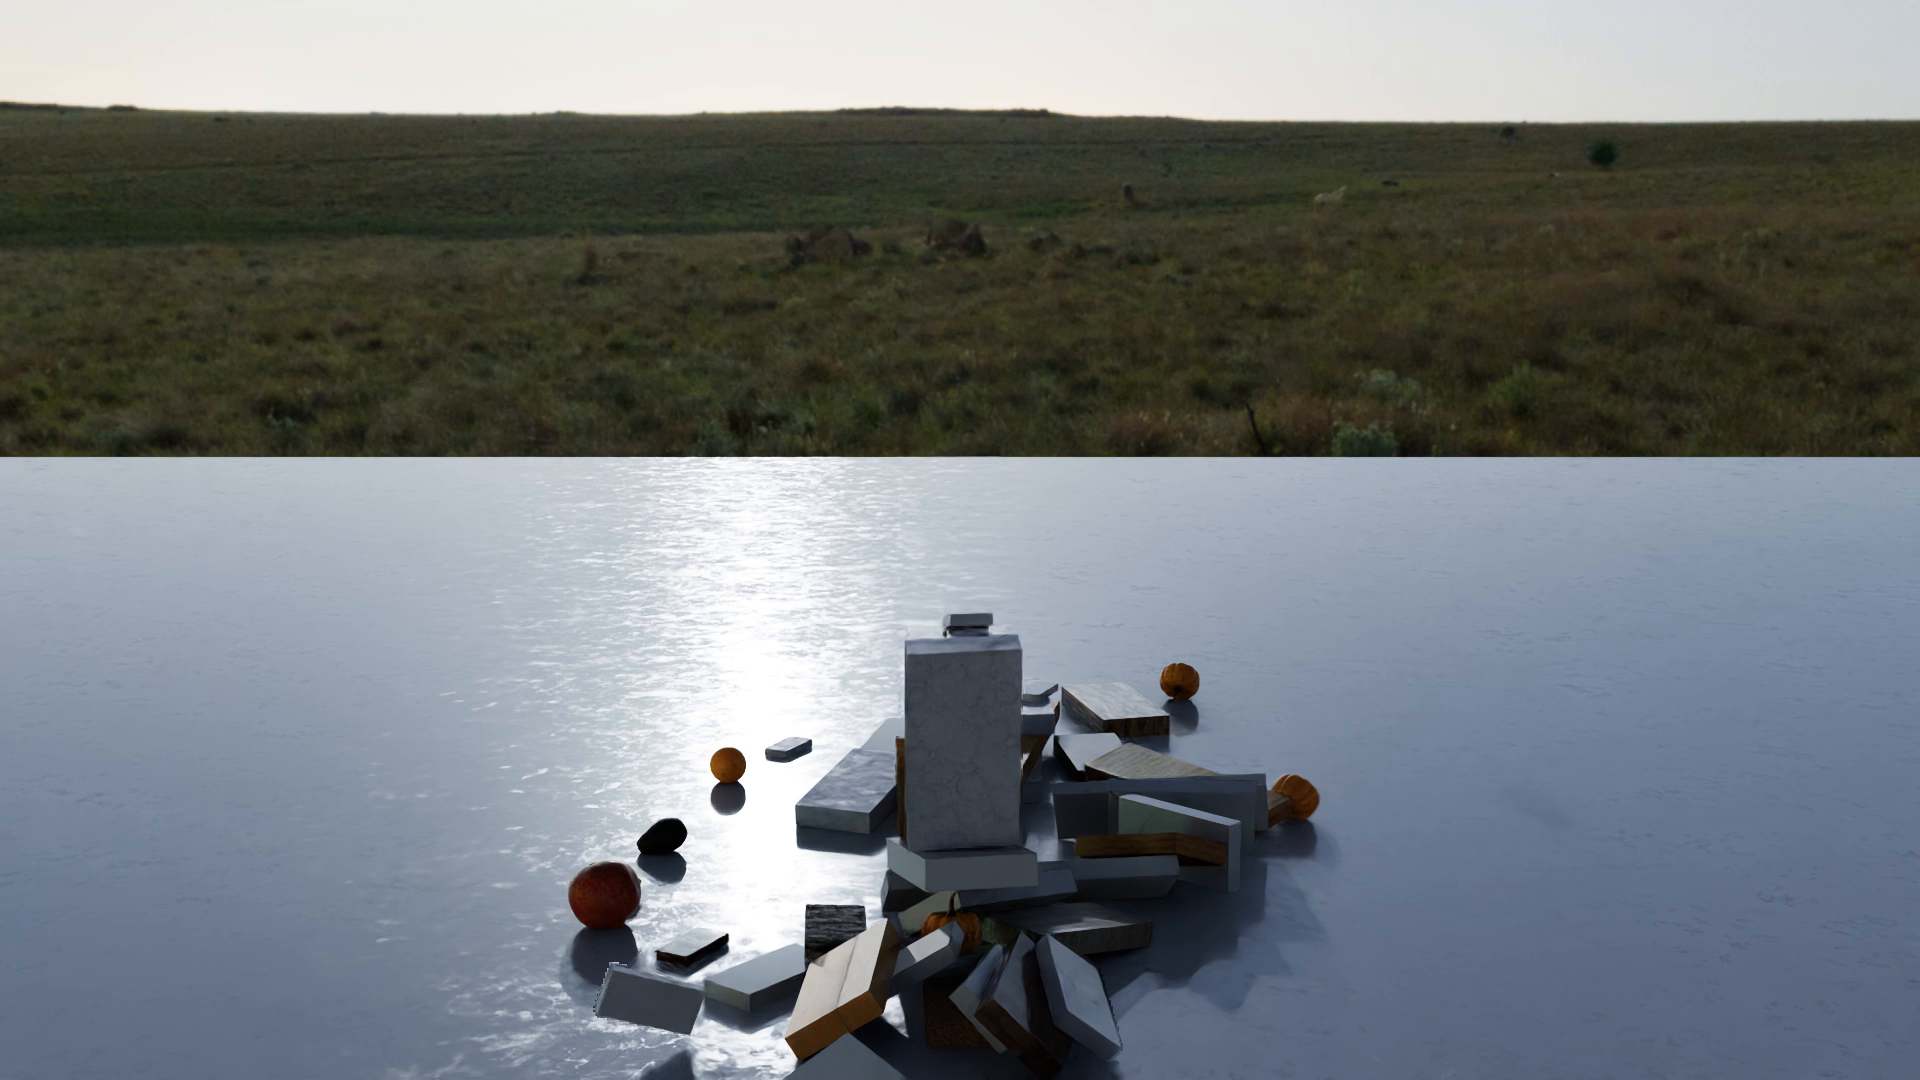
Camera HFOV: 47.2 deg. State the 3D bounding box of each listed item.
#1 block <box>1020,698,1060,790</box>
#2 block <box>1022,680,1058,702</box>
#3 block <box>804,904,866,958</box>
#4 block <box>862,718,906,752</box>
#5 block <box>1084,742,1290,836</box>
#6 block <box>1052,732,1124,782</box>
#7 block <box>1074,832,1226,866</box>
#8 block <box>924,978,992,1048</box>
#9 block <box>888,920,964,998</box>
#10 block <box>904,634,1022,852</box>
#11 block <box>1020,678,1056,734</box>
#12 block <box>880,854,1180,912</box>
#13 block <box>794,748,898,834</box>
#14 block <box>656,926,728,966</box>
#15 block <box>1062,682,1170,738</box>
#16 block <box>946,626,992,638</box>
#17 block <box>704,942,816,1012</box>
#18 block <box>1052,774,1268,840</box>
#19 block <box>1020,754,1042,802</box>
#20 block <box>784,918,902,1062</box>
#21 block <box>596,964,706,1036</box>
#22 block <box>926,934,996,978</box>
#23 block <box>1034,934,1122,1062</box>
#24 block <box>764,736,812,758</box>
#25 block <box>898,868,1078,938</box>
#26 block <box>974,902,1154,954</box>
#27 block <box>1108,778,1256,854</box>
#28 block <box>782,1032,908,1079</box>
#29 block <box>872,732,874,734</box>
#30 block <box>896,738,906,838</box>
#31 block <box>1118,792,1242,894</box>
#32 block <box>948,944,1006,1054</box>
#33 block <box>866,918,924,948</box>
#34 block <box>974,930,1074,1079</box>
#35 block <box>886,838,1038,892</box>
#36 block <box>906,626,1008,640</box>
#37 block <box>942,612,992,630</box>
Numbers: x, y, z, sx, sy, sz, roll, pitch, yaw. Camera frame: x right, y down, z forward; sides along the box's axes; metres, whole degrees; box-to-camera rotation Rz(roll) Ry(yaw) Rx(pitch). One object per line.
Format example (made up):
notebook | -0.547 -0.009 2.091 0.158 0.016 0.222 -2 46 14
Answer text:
block | 0.086 0.401 4.343 0.147 0.042 0.562 2 11 10
block | 0.156 0.307 4.467 0.052 0.015 0.104 5 12 24
block | -0.192 0.604 3.399 0.095 0.027 0.189 2 7 -4
block | -0.129 0.405 4.432 0.099 0.028 0.199 -4 15 18
block | 0.421 0.467 4.111 0.128 0.036 0.394 -21 26 -40
block | 0.272 0.438 4.386 0.128 0.036 0.256 -2 11 -8
block | 0.317 0.520 3.679 0.118 0.033 0.236 19 -19 -37
block | 0.002 0.670 3.156 0.104 0.030 0.209 0 11 -2
block | -0.084 0.619 3.164 0.189 0.027 0.094 -31 7 11
block | 0.004 0.303 3.260 0.167 0.334 0.047 -3 25 -6
block | 0.106 0.336 4.466 0.147 0.042 0.293 -1 11 -3
block | 0.112 0.558 3.574 0.474 0.033 0.118 -2 -26 -9
block | -0.185 0.468 4.131 0.147 0.042 0.293 4 17 19
block | -0.414 0.630 3.409 0.058 0.016 0.115 5 12 27
block | 0.333 0.367 4.757 0.147 0.042 0.294 -3 11 -14
block | 0.020 0.172 3.681 0.072 0.020 0.144 -1 10 -5
block | -0.280 0.650 3.274 0.094 0.027 0.189 9 14 39
block | 0.357 0.474 3.909 0.375 0.108 0.031 -3 35 7
block | 0.089 0.440 4.362 0.147 0.042 0.403 0 11 2
block | -0.163 0.636 3.128 0.138 0.039 0.275 -31 7 9
block | -0.428 0.637 3.044 0.136 0.068 0.019 18 8 -20
block | 0.002 0.623 3.299 0.104 0.030 0.209 0 -1 -2
block | 0.163 0.638 3.078 0.099 0.028 0.199 38 13 -18
block | -0.352 0.425 4.517 0.052 0.015 0.104 5 12 26
block | 0.045 0.563 3.413 0.265 0.037 0.132 2 -29 -46
block | 0.162 0.599 3.381 0.132 0.037 0.265 10 3 43
block | 0.389 0.486 3.867 0.256 0.128 0.036 1 29 4
block | -0.053 0.739 2.612 0.138 0.039 0.567 -32 24 -21
block | -0.082 0.411 4.502 0.099 0.028 0.199 -21 21 -33
block | -0.013 0.396 3.454 0.167 0.047 0.334 -6 -30 -4
block | 0.372 0.515 3.749 0.236 0.118 0.033 10 15 42
block | 0.055 0.639 3.077 0.104 0.030 0.209 47 14 6
block | -0.090 0.621 3.456 0.115 0.016 0.058 7 12 32
block | 0.101 0.644 3.047 0.132 0.037 0.265 44 14 1
block | -0.001 0.492 3.370 0.167 0.047 0.334 -2 -2 -12
block | -0.003 0.206 3.689 0.174 0.049 0.348 0 10 -1
block | 0.012 0.139 3.753 0.072 0.020 0.144 -1 -5 -6
